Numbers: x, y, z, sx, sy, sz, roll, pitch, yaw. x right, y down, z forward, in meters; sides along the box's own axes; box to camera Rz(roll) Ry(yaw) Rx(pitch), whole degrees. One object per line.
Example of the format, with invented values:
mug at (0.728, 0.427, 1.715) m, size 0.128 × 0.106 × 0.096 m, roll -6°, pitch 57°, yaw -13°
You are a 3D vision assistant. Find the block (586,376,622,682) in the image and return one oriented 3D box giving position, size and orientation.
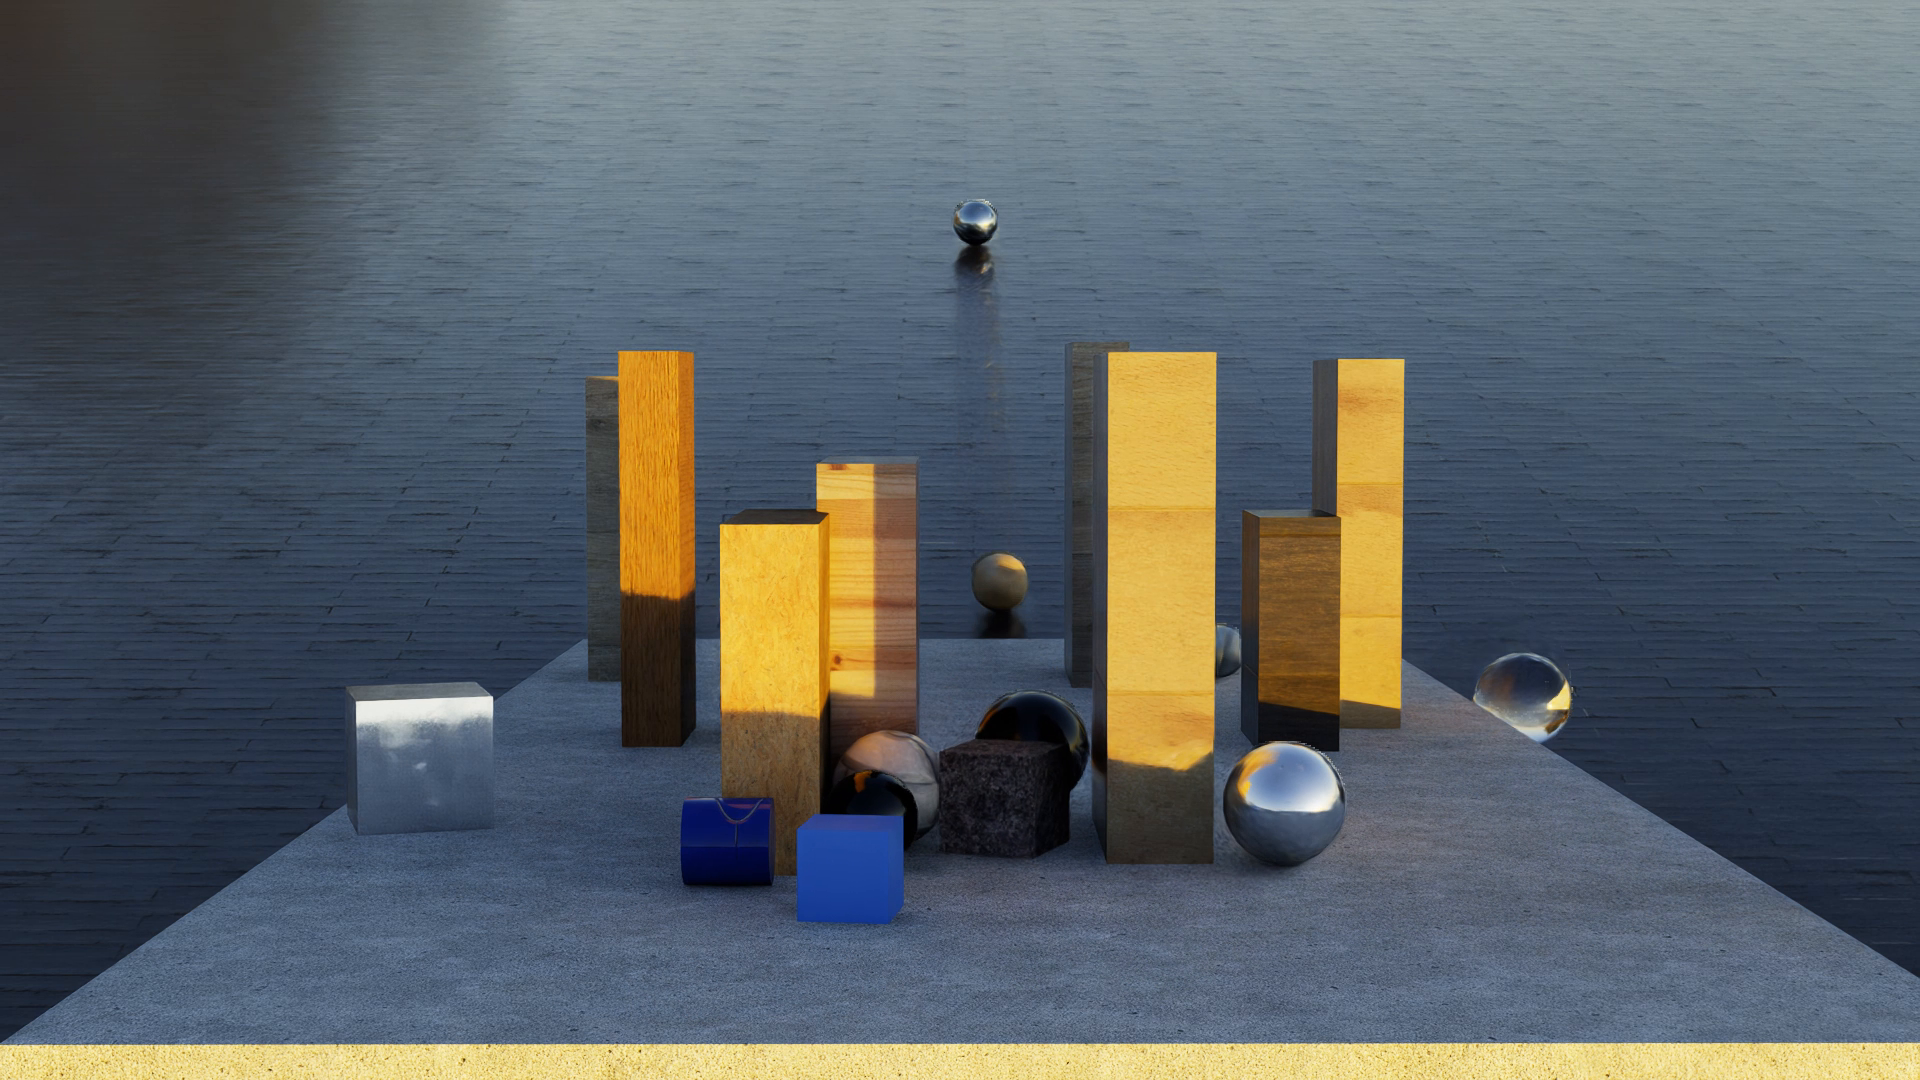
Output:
block at (-0.770, -0.030, 5.705) m, size 0.084 × 0.664 × 0.242 m, roll 0°, pitch 4°, yaw 0°

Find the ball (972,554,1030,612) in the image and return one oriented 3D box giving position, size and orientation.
ball at (0.109, 0.115, 6.952) m, size 0.157 × 0.157 × 0.157 m, roll 0°, pitch 20°, yaw 0°

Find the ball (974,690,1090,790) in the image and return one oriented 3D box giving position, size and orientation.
ball at (0.110, 0.321, 3.959) m, size 0.178 × 0.178 × 0.178 m, roll 0°, pitch 20°, yaw 0°

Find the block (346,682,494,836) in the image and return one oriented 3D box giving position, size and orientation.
block at (-0.804, 0.322, 3.814) m, size 0.195 × 0.195 × 0.195 m, roll -1°, pitch 4°, yaw -18°

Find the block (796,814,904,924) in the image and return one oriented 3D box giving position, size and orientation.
block at (-0.134, 0.403, 3.156) m, size 0.112 × 0.112 × 0.112 m, roll 0°, pitch 4°, yaw 8°

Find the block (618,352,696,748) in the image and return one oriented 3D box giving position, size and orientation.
block at (-0.553, 0.010, 4.711) m, size 0.106 × 0.707 × 0.271 m, roll 0°, pitch 4°, yaw 0°

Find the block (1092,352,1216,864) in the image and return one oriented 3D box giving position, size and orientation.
block at (0.271, 0.082, 3.646) m, size 0.144 × 0.691 × 0.377 m, roll 0°, pitch 4°, yaw 0°

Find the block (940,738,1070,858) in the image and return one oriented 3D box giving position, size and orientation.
block at (0.064, 0.361, 3.605) m, size 0.141 × 0.141 × 0.141 m, roll 1°, pitch 4°, yaw 22°

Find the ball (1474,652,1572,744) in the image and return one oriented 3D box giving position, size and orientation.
ball at (1.164, 0.331, 5.313) m, size 0.198 × 0.198 × 0.198 m, roll 0°, pitch 20°, yaw 0°

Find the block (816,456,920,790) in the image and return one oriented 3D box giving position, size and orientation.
block at (-0.134, 0.147, 3.863) m, size 0.141 × 0.536 × 0.366 m, roll 0°, pitch 4°, yaw 0°

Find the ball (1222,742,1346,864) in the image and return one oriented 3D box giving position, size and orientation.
ball at (0.439, 0.357, 3.476) m, size 0.165 × 0.165 × 0.165 m, roll 0°, pitch 20°, yaw 0°

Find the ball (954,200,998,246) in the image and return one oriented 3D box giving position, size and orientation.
ball at (0.066, -1.345, 10.900) m, size 0.187 × 0.187 × 0.187 m, roll 0°, pitch 20°, yaw 0°

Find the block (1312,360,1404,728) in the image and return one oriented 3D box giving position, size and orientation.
block at (0.768, -0.002, 4.985) m, size 0.123 × 0.694 × 0.337 m, roll 0°, pitch 4°, yaw 0°

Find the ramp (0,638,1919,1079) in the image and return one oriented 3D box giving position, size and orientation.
ramp at (0.047, 0.424, 4.534) m, size 2.000 × 0.100 × 4.000 m, roll 0°, pitch 4°, yaw 0°

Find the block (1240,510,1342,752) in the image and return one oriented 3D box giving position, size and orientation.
block at (0.598, 0.158, 4.662) m, size 0.143 × 0.415 × 0.274 m, roll 0°, pitch 4°, yaw 0°

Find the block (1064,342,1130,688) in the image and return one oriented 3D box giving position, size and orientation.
block at (0.299, -0.064, 5.654) m, size 0.120 × 0.737 × 0.390 m, roll 0°, pitch 4°, yaw 0°

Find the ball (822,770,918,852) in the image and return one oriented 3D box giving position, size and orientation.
ball at (-0.121, 0.375, 3.467) m, size 0.130 × 0.130 × 0.130 m, roll 0°, pitch 20°, yaw 0°

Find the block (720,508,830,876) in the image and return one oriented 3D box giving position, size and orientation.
block at (-0.251, 0.199, 3.594) m, size 0.129 × 0.465 × 0.418 m, roll 0°, pitch 4°, yaw 0°

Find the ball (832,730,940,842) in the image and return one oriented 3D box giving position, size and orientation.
ball at (-0.098, 0.349, 3.610) m, size 0.164 × 0.164 × 0.164 m, roll 0°, pitch 20°, yaw 0°

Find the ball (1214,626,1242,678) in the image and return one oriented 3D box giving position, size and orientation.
ball at (0.575, 0.247, 5.677) m, size 0.114 × 0.114 × 0.114 m, roll 0°, pitch 20°, yaw 0°
